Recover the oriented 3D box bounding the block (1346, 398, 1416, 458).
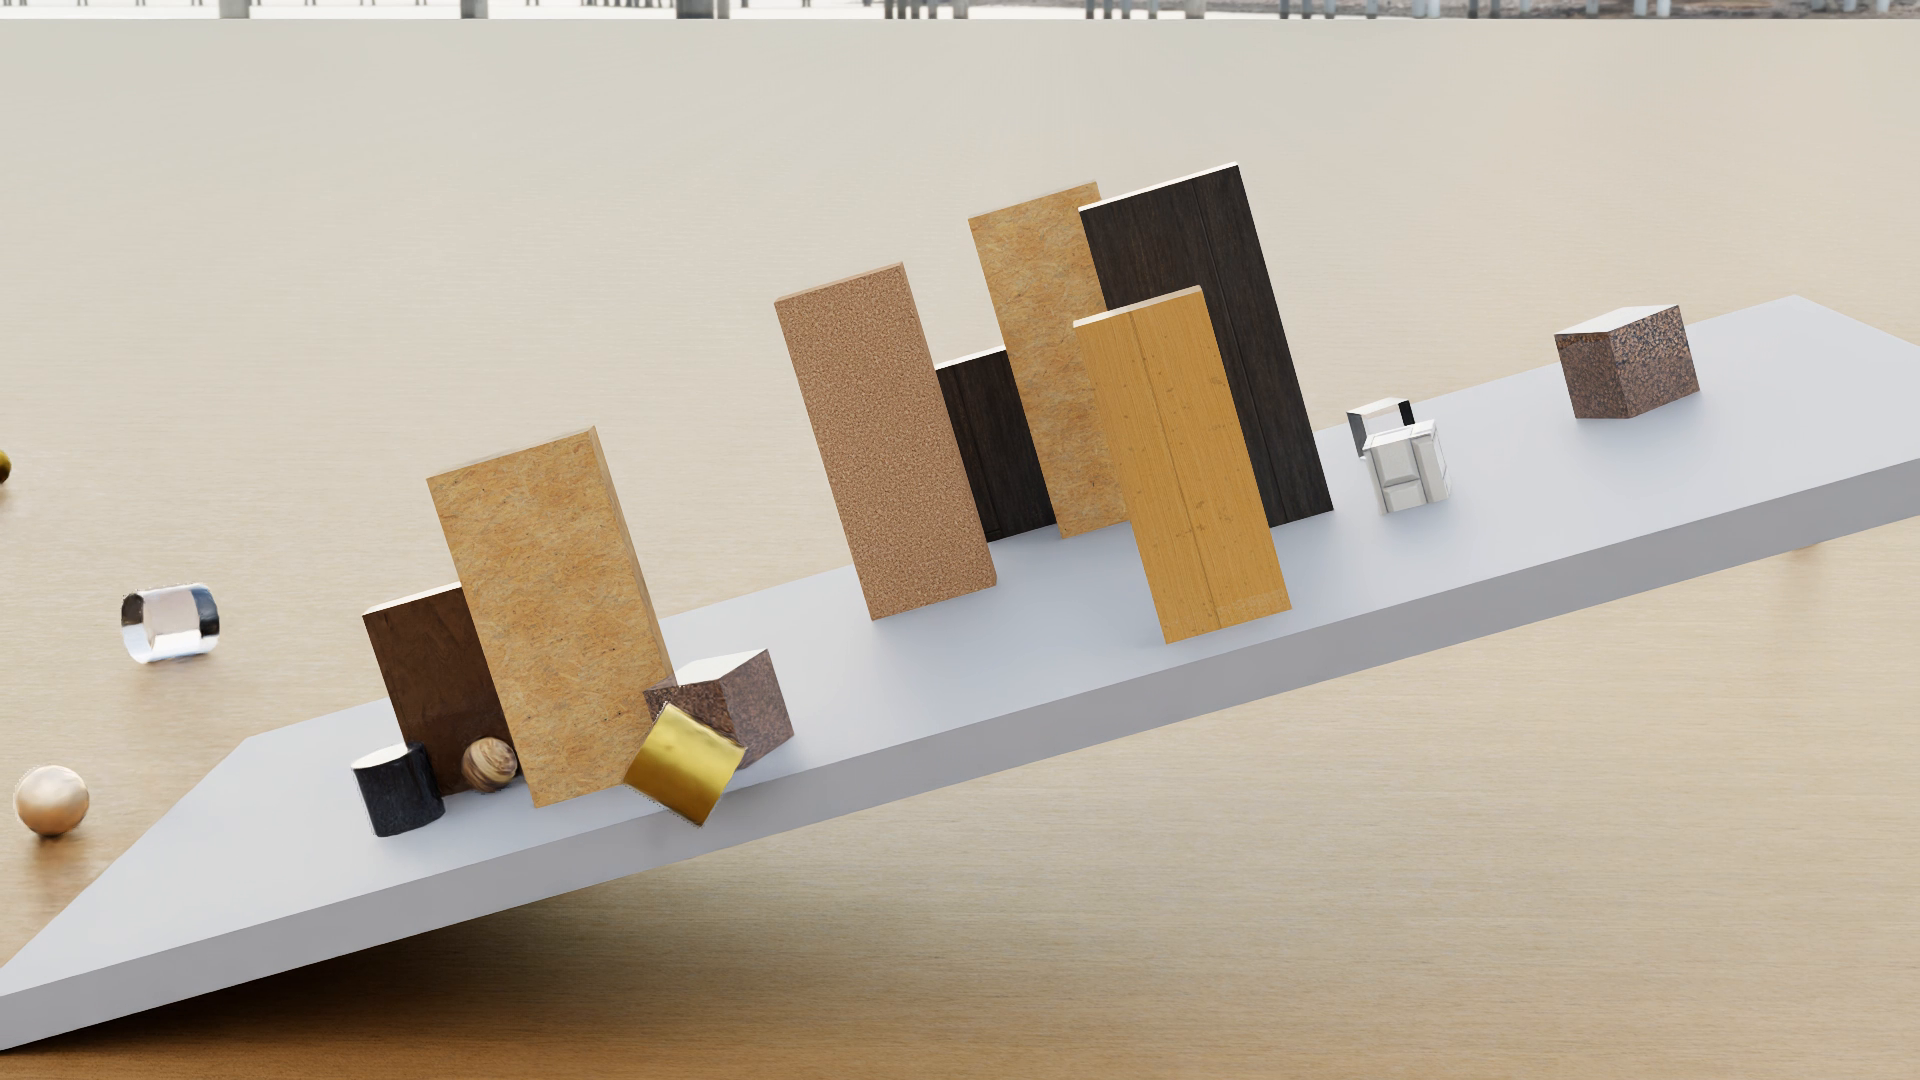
[{"bbox_3d":[0.962,-0.253,6.679,0.110,0.110,0.110,-19,10,-13],"label":"block"}]

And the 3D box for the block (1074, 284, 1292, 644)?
[{"bbox_3d":[0.415,-0.140,5.476,0.243,0.619,0.100,-16,10,5],"label":"block"}]

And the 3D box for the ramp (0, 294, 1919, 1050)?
[{"bbox_3d":[0.091,0.187,6.319,4.000,0.100,2.000,-16,10,5],"label":"ramp"}]

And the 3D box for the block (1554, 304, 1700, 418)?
[{"bbox_3d":[1.443,-0.385,6.367,0.194,0.194,0.194,-21,11,-22],"label":"block"}]

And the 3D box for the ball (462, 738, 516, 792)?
[{"bbox_3d":[-0.953,0.456,5.953,0.111,0.111,0.111,0,11,0],"label":"ball"}]

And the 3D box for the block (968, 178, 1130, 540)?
[{"bbox_3d":[0.274,-0.416,6.791,0.304,0.772,0.094,-16,10,5],"label":"block"}]

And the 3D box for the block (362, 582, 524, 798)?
[{"bbox_3d":[-1.025,0.301,6.054,0.279,0.410,0.082,-16,10,5],"label":"block"}]

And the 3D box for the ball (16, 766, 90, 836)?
[{"bbox_3d":[-2.139,0.614,6.932,0.165,0.165,0.165,0,11,0],"label":"ball"}]

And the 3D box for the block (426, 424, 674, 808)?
[{"bbox_3d":[-0.762,0.149,5.674,0.324,0.676,0.090,-16,10,5],"label":"block"}]

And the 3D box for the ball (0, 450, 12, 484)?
[{"bbox_3d":[-3.862,-0.293,11.705,0.163,0.163,0.163,0,11,0],"label":"ball"}]

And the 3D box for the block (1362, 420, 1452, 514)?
[{"bbox_3d":[0.926,-0.152,6.088,0.142,0.142,0.142,-14,10,15],"label":"block"}]

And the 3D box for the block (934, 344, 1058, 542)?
[{"bbox_3d":[0.154,-0.251,7.062,0.316,0.436,0.105,-16,10,5],"label":"block"}]

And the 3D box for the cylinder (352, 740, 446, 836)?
[{"bbox_3d":[-1.124,0.499,5.897,0.147,0.147,0.147,-16,10,3],"label":"cylinder"}]

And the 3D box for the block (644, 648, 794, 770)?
[{"bbox_3d":[-0.460,0.332,5.618,0.179,0.179,0.179,-11,11,31],"label":"block"}]

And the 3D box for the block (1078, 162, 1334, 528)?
[{"bbox_3d":[0.522,-0.385,6.241,0.344,0.759,0.106,-16,10,5],"label":"block"}]

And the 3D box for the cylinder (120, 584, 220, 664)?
[{"bbox_3d":[-2.348,0.247,8.743,0.210,0.210,0.210,-10,14,-42],"label":"cylinder"}]

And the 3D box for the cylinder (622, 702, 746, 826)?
[{"bbox_3d":[-0.495,0.404,5.289,0.163,0.163,0.163,31,11,-3],"label":"cylinder"}]

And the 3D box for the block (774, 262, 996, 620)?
[{"bbox_3d":[-0.162,-0.218,6.519,0.288,0.740,0.109,-16,10,5],"label":"block"}]
